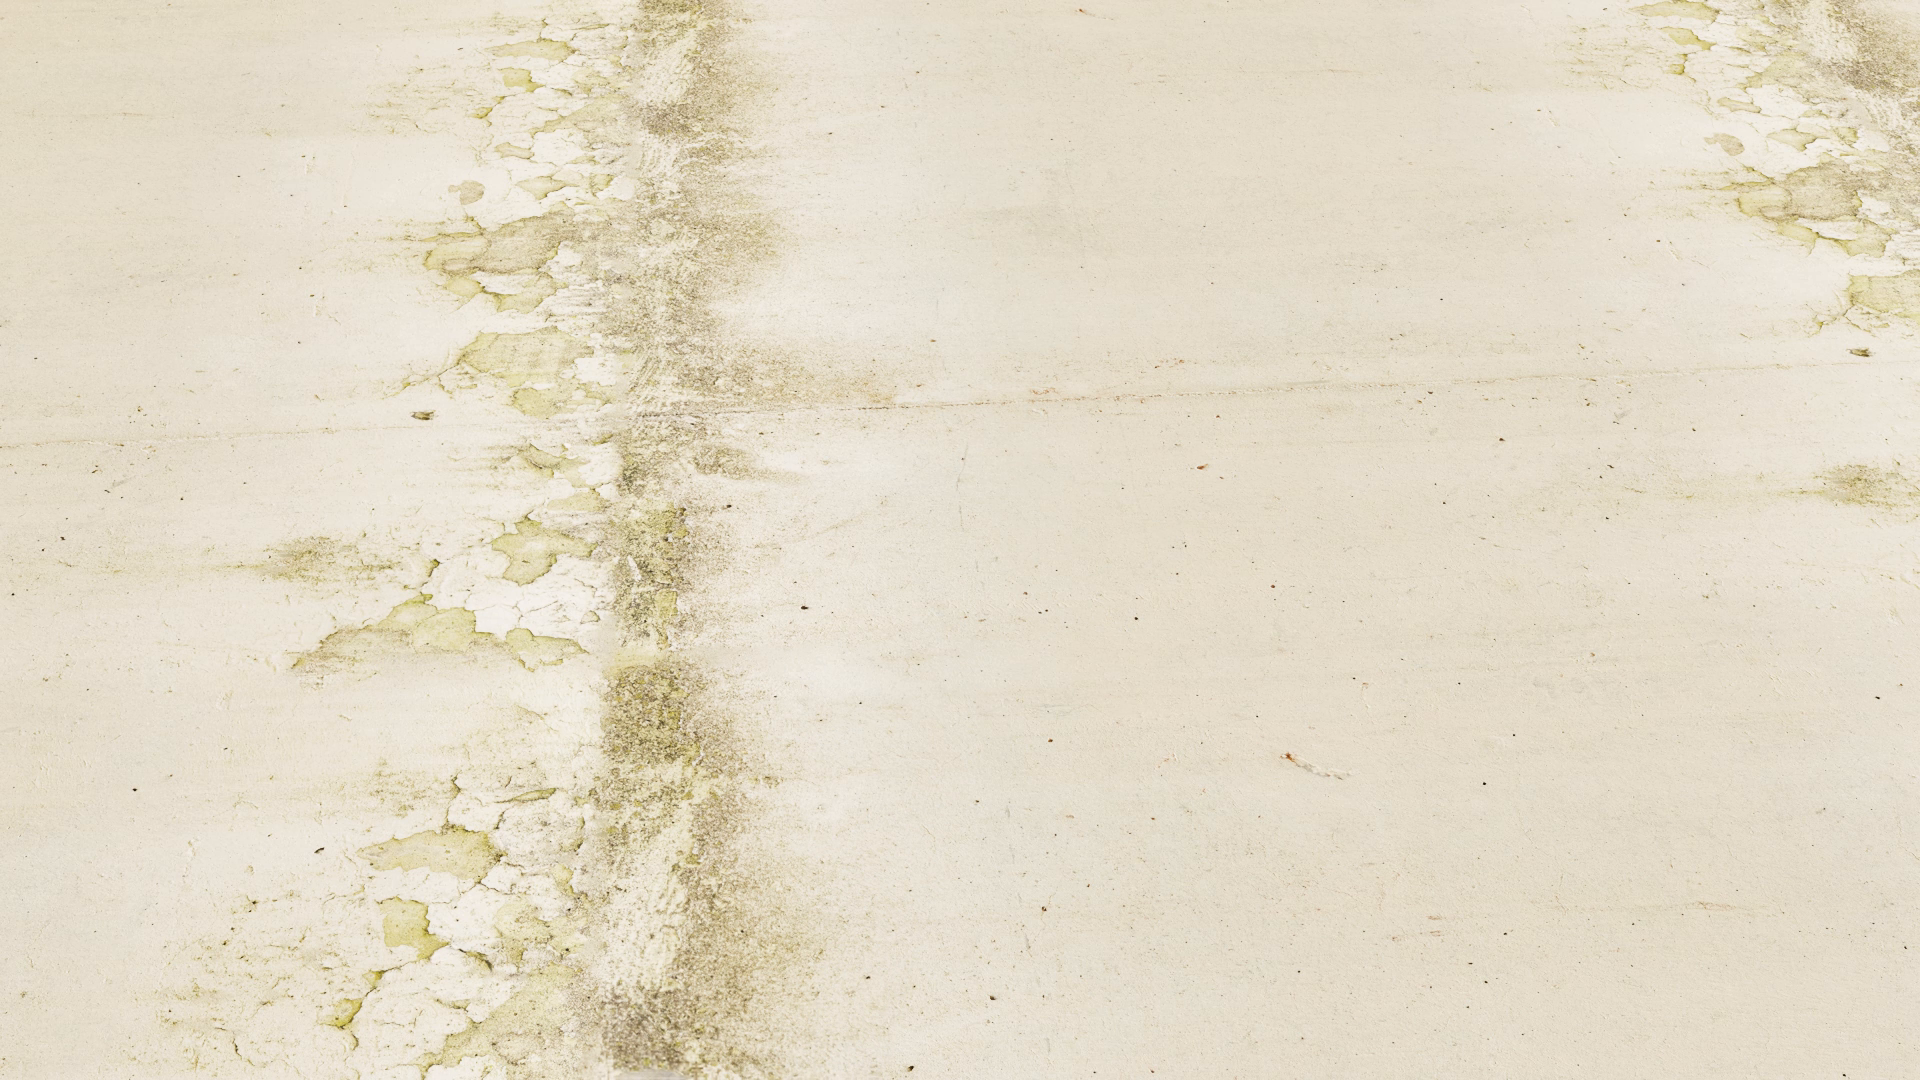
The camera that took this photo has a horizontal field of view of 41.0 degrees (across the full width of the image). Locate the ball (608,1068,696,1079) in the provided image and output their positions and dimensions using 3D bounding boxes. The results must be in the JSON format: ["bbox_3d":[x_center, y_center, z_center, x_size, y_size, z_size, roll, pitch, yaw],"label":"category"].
[{"bbox_3d":[-0.139,0.286,1.152,0.096,0.096,0.096,0,36,0],"label":"ball"}]
